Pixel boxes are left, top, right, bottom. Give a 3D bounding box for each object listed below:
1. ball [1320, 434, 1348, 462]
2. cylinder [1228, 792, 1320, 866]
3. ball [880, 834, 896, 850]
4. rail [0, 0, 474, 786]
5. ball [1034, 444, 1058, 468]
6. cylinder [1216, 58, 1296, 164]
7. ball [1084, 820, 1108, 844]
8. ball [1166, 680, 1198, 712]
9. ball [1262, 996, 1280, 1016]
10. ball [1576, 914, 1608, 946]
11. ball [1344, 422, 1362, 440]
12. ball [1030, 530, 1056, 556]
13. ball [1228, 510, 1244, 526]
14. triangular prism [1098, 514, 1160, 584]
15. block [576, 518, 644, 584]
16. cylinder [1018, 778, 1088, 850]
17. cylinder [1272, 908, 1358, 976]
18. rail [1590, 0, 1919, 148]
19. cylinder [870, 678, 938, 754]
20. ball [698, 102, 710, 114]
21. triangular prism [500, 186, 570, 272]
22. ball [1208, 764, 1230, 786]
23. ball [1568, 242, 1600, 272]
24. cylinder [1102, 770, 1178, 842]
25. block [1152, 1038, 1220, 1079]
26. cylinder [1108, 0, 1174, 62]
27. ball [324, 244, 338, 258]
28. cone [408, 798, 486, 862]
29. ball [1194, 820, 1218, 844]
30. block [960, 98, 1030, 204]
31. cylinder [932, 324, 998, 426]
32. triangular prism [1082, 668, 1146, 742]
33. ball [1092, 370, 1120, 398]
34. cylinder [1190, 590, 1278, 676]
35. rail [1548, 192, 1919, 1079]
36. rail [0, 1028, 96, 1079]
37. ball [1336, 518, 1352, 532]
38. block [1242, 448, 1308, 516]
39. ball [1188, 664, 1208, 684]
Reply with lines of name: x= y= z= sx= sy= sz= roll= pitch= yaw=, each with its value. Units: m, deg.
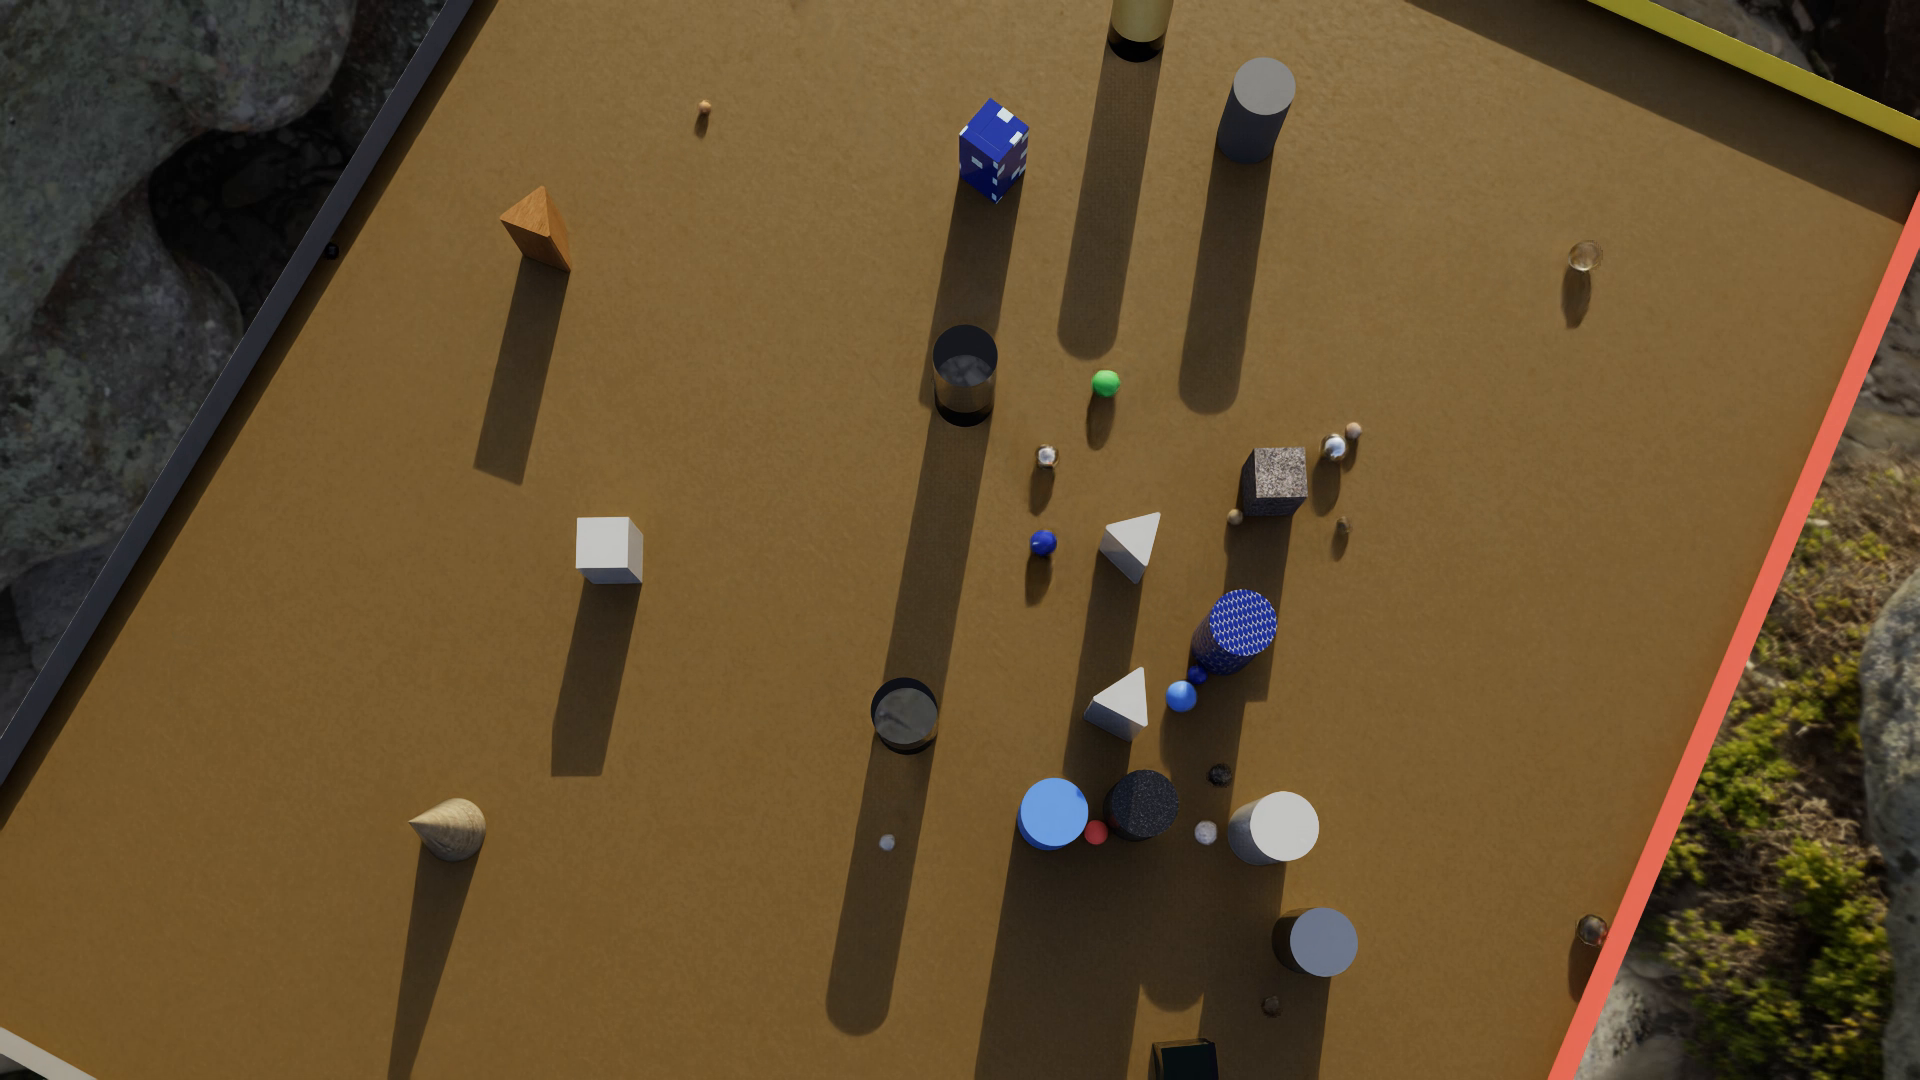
ball: x=1.148 y=-0.284 z=5.630 sx=0.088 sy=0.088 sz=0.088 roll=0 pitch=78 yaw=0
cylinder: x=0.886 y=0.826 z=5.220 sx=0.188 sy=0.442 sz=0.188 roll=0 pitch=78 yaw=0
ball: x=-0.214 y=0.891 z=5.408 sx=0.047 sy=0.047 sz=0.047 roll=0 pitch=78 yaw=0
rail: x=-1.990 y=-0.968 z=5.753 sx=0.045 sy=0.122 sz=5.100 roll=26 pitch=80 yaw=5
ball: x=0.265 y=-0.257 z=5.631 sx=0.076 sy=0.076 sz=0.076 roll=0 pitch=78 yaw=0
cylinder: x=0.919 y=-1.333 z=5.707 sx=0.188 sy=0.363 sz=0.188 roll=0 pitch=78 yaw=0
ball: x=0.401 y=0.862 z=5.401 sx=0.072 sy=0.072 sz=0.072 roll=0 pitch=78 yaw=0
ball: x=0.663 y=0.468 z=5.472 sx=0.094 sy=0.094 sz=0.094 roll=0 pitch=78 yaw=0
ball: x=0.902 y=1.350 z=5.309 sx=0.056 sy=0.056 sz=0.056 roll=0 pitch=78 yaw=0
ball: x=1.840 y=1.136 z=5.336 sx=0.089 sy=0.089 sz=0.089 roll=0 pitch=78 yaw=0
ball: x=1.214 y=-0.336 z=5.660 sx=0.052 sy=0.052 sz=0.052 roll=0 pitch=78 yaw=0
ball: x=0.254 y=0.008 z=5.573 sx=0.081 sy=0.081 sz=0.081 roll=0 pitch=78 yaw=0
ball: x=0.844 y=-0.069 z=5.605 sx=0.051 sy=0.051 sz=0.051 roll=0 pitch=78 yaw=0
triangular prism: x=0.531 y=0.000 z=5.464 sx=0.141 sy=0.298 sz=0.163 roll=-44 pitch=82 yaw=-8
block: x=-1.045 y=0.033 z=5.479 sx=0.150 sy=0.255 sz=0.150 roll=-1 pitch=78 yaw=0
cylinder: x=0.263 y=0.792 z=5.274 sx=0.188 sy=0.351 sz=0.188 roll=0 pitch=78 yaw=0
cylinder: x=1.007 y=1.143 z=5.221 sx=0.188 sy=0.312 sz=0.188 roll=0 pitch=78 yaw=0
rail: x=1.130 y=-2.206 z=6.009 sx=4.497 sy=0.122 sz=0.045 roll=26 pitch=80 yaw=5
cylinder: x=-0.158 y=0.516 z=5.329 sx=0.188 sy=0.354 sz=0.188 roll=0 pitch=78 yaw=0
ball: x=-0.820 y=-1.387 z=5.882 sx=0.041 sy=0.041 sz=0.041 roll=0 pitch=78 yaw=0
triangular prism: x=-1.283 y=-0.973 z=5.663 sx=0.163 sy=0.303 sz=0.141 roll=21 pitch=79 yaw=4
ball: x=0.770 y=0.700 z=5.439 sx=0.064 sy=0.064 sz=0.064 roll=0 pitch=78 yaw=0
ball: x=1.960 y=-0.890 z=5.753 sx=0.093 sy=0.093 sz=0.093 roll=0 pitch=78 yaw=0
cylinder: x=0.519 y=0.770 z=5.292 sx=0.188 sy=0.324 sz=0.188 roll=0 pitch=78 yaw=0
block: x=0.639 y=1.501 z=5.185 sx=0.150 sy=0.236 sz=0.150 roll=-5 pitch=78 yaw=-1
cylinder: x=0.573 y=-1.683 z=5.741 sx=0.188 sy=0.438 sz=0.188 roll=0 pitch=78 yaw=0
ball: x=-1.985 y=-0.914 z=5.782 sx=0.046 sy=0.046 sz=0.046 roll=0 pitch=78 yaw=0
cone: x=-1.500 y=0.813 z=5.209 sx=0.188 sy=0.469 sz=0.188 roll=0 pitch=78 yaw=0
ball: x=0.727 y=0.861 z=5.403 sx=0.069 sy=0.069 sz=0.069 roll=0 pitch=78 yaw=0
block: x=0.103 y=-1.206 z=5.701 sx=0.150 sy=0.324 sz=0.150 roll=38 pitch=81 yaw=7
cylinder: x=0.015 y=-0.487 z=5.494 sx=0.188 sy=0.437 sz=0.188 roll=0 pitch=78 yaw=0
triangular prism: x=0.472 y=0.460 z=5.285 sx=0.163 sy=0.462 sz=0.141 roll=27 pitch=80 yaw=5
ball: x=0.452 y=-0.485 z=5.673 sx=0.087 sy=0.087 sz=0.087 roll=0 pitch=78 yaw=0
cylinder: x=0.794 y=0.274 z=5.341 sx=0.188 sy=0.429 sz=0.188 roll=0 pitch=78 yaw=0
rail: x=1.990 y=0.981 z=5.350 sx=0.045 sy=0.122 sz=5.100 roll=26 pitch=80 yaw=5
rail: x=-1.130 y=2.219 z=5.094 sx=4.497 sy=0.122 sz=0.045 roll=26 pitch=80 yaw=5
ball: x=1.174 y=-0.047 z=5.602 sx=0.047 sy=0.047 sz=0.047 roll=0 pitch=78 yaw=0
block: x=0.946 y=-0.174 z=5.525 sx=0.150 sy=0.250 sz=0.150 roll=-1 pitch=78 yaw=0
ball: x=0.713 y=0.405 z=5.502 sx=0.061 sy=0.061 sz=0.061 roll=0 pitch=78 yaw=0
